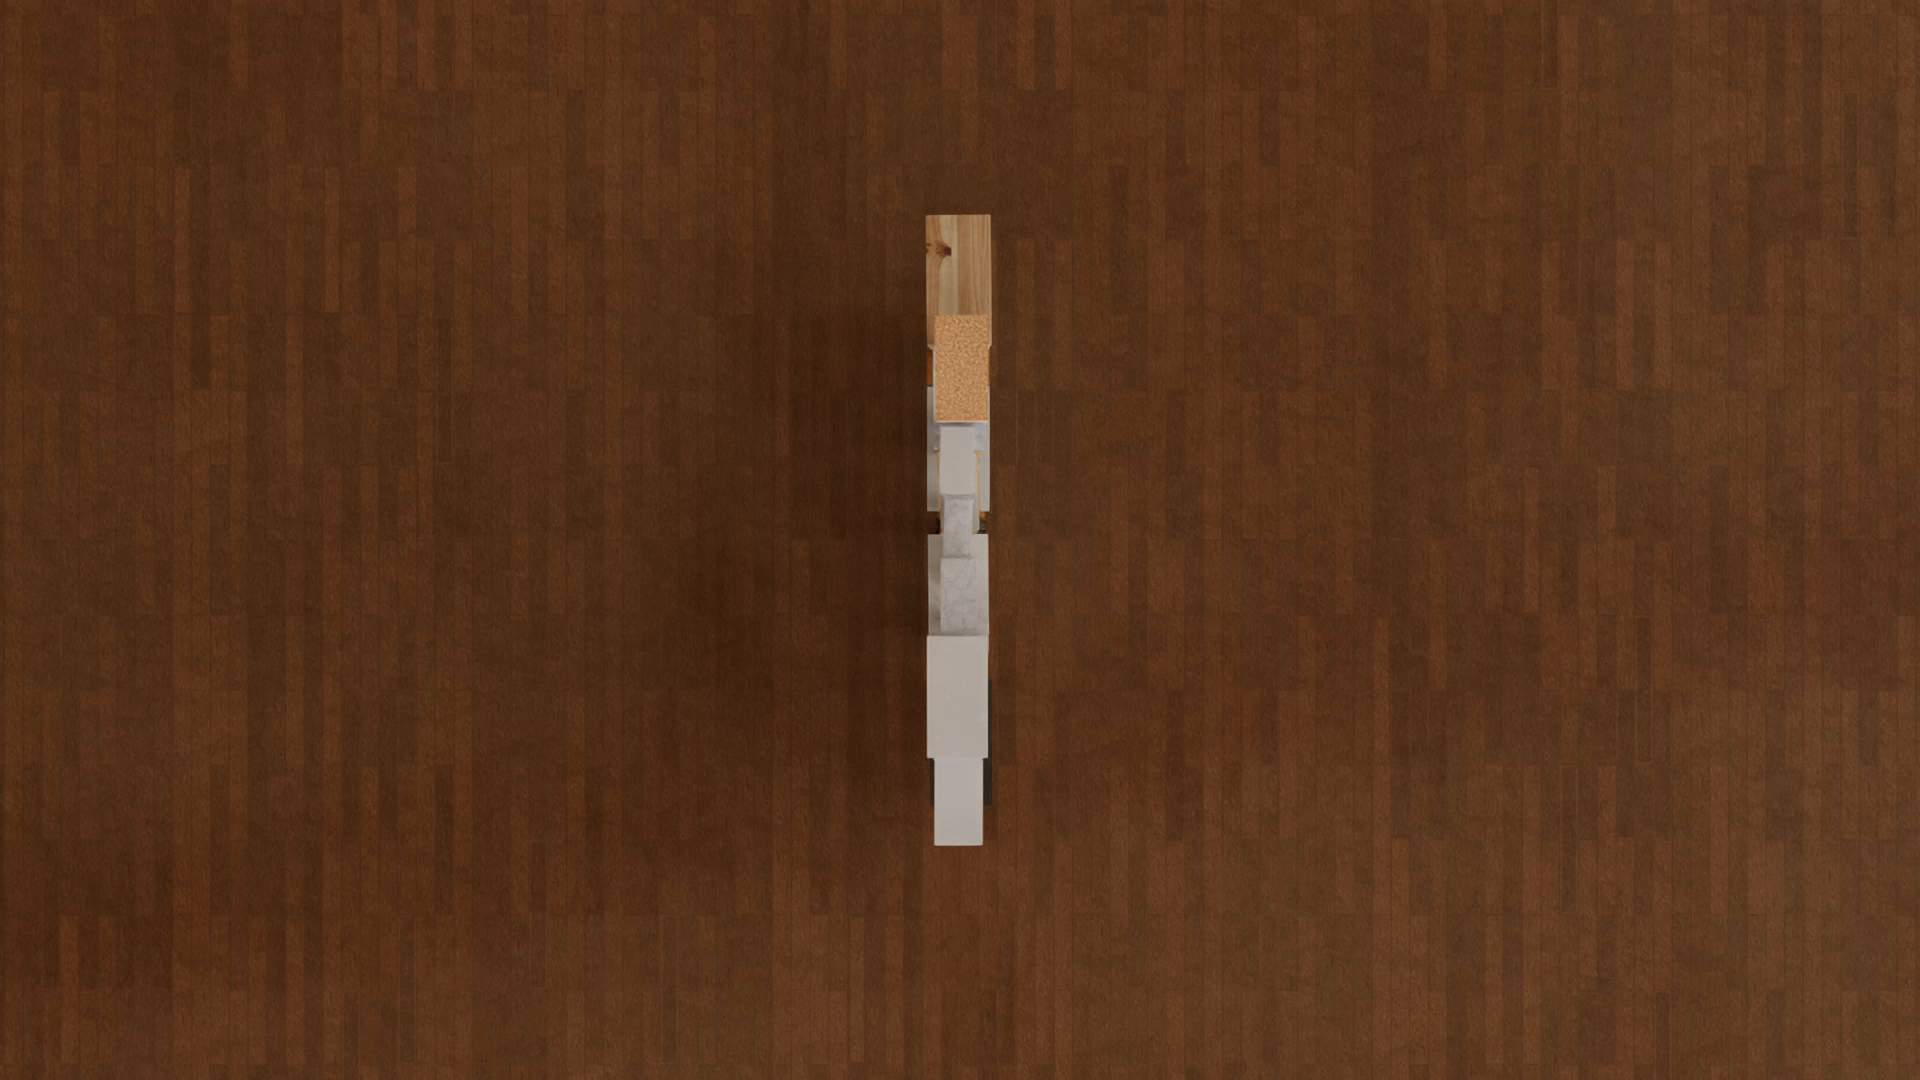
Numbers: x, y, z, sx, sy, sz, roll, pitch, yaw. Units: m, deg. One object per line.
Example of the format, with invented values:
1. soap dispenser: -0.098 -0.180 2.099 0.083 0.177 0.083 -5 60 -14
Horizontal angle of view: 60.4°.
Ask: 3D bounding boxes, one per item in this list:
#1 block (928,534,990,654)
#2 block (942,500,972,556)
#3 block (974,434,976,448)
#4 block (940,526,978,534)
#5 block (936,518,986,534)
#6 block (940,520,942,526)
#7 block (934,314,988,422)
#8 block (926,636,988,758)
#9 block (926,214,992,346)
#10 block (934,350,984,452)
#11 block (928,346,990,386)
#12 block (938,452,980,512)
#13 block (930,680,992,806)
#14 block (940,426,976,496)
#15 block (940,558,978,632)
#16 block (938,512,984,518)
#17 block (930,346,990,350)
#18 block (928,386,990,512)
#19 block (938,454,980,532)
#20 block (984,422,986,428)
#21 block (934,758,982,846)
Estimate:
1. block: -0.004 0.140 4.249 0.155 0.044 0.310 0 90 0
2. block: -0.006 -0.030 4.077 0.070 0.020 0.139 2 90 0
3. block: -0.003 -0.242 4.058 0.081 0.163 0.023 0 90 0
4. block: -0.004 0.039 4.682 0.108 0.031 0.216 0 90 0
5. block: 0.003 0.089 5.168 0.155 0.044 0.311 0 90 0
6. block: -0.001 -0.053 4.482 0.099 0.368 0.028 -1 89 0
7. block: 0.004 -0.395 3.804 0.122 0.034 0.243 0 90 0
8. block: -0.006 0.372 3.918 0.144 0.041 0.288 0 90 0
9. block: -0.003 -0.642 4.087 0.159 0.045 0.319 -1 90 0
10. block: -0.002 -0.351 4.157 0.126 0.036 0.253 0 90 0
11. block: -0.005 -0.627 4.793 0.180 0.051 0.360 0 90 0
12. block: -0.001 -0.188 4.513 0.113 0.032 0.225 0 90 0
13. block: 0.003 0.570 4.651 0.175 0.050 0.351 0 90 0
14. block: -0.006 -0.190 3.965 0.081 0.023 0.163 1 90 0
15. block: -0.002 0.135 4.035 0.090 0.025 0.179 0 90 0
16. block: 0.005 -0.218 5.185 0.147 0.042 0.294 0 90 0
17. block: -0.001 -0.535 4.269 0.159 0.319 0.045 0 90 0
18. block: -0.005 -0.263 4.779 0.180 0.051 0.359 0 90 0
19. block: -0.003 -0.123 4.284 0.099 0.028 0.199 -3 90 0
20. block: -0.001 -0.448 4.448 0.143 0.040 0.285 0 90 0
21. block: -0.003 0.676 4.355 0.127 0.036 0.254 0 90 0
